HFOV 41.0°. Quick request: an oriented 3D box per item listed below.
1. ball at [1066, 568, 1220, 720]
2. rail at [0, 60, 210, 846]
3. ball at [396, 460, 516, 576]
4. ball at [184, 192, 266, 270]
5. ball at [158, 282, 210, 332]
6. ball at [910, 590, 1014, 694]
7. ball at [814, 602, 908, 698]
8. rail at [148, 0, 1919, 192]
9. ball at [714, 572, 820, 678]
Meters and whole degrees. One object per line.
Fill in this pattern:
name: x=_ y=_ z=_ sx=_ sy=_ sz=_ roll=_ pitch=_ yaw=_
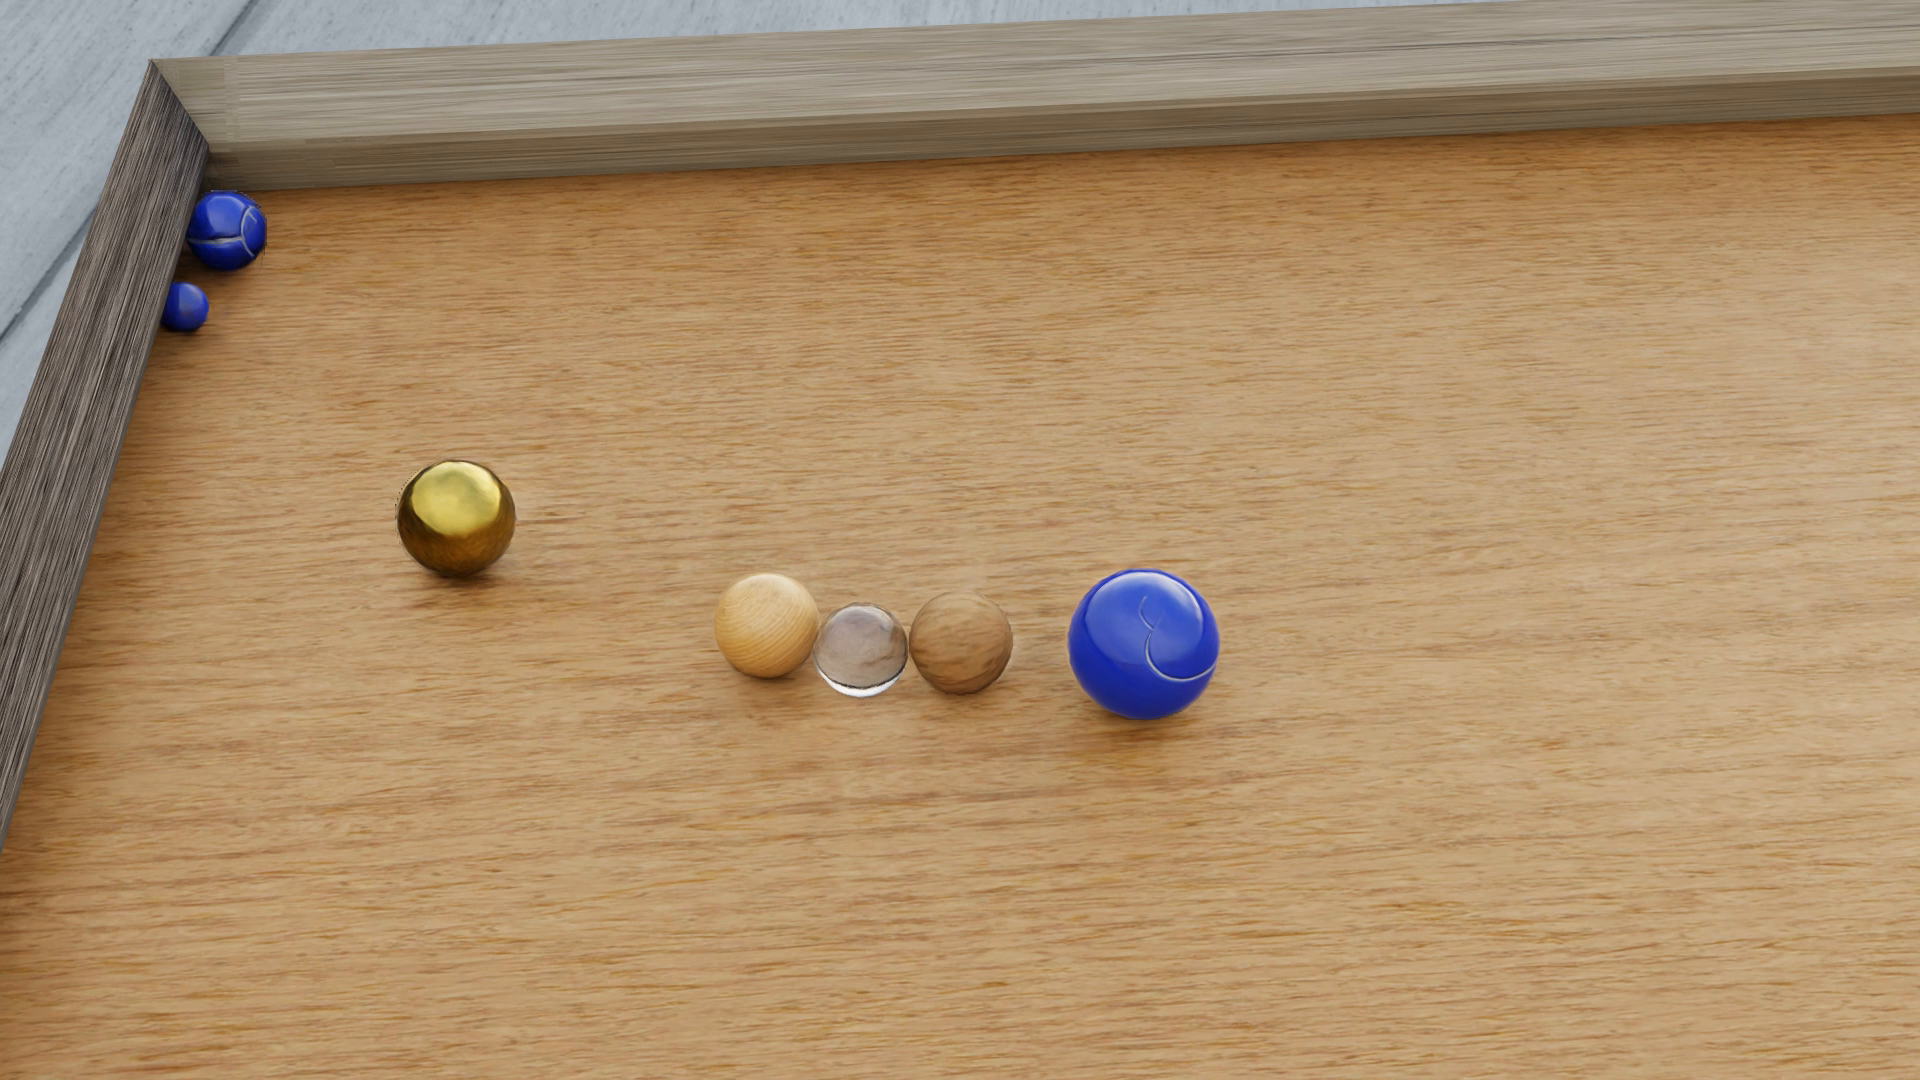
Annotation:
ball: x=0.117 y=0.066 z=1.645 sx=0.097 sy=0.097 sz=0.097 roll=0 pitch=35 yaw=0
rail: x=-0.599 y=0.012 z=1.694 sx=0.045 sy=0.126 sz=1.283 roll=-3 pitch=36 yaw=-5
ball: x=-0.348 y=-0.015 z=1.773 sx=0.081 sy=0.081 sz=0.081 roll=0 pitch=35 yaw=0
ball: x=-0.609 y=-0.256 z=2.126 sx=0.065 sy=0.065 sz=0.065 roll=0 pitch=35 yaw=0
ball: x=-0.621 y=-0.186 z=2.048 sx=0.041 sy=0.041 sz=0.041 roll=0 pitch=35 yaw=0
ball: x=0.001 y=0.066 z=1.670 sx=0.068 sy=0.068 sz=0.068 roll=0 pitch=35 yaw=0
ball: x=-0.064 y=0.071 z=1.668 sx=0.062 sy=0.062 sz=0.062 roll=0 pitch=35 yaw=0
rail: x=0.560 y=-0.417 z=2.297 sx=2.504 sy=0.126 sz=0.045 roll=-3 pitch=36 yaw=-5
ball: x=-0.126 y=0.055 z=1.684 sx=0.070 sy=0.070 sz=0.070 roll=0 pitch=35 yaw=0
